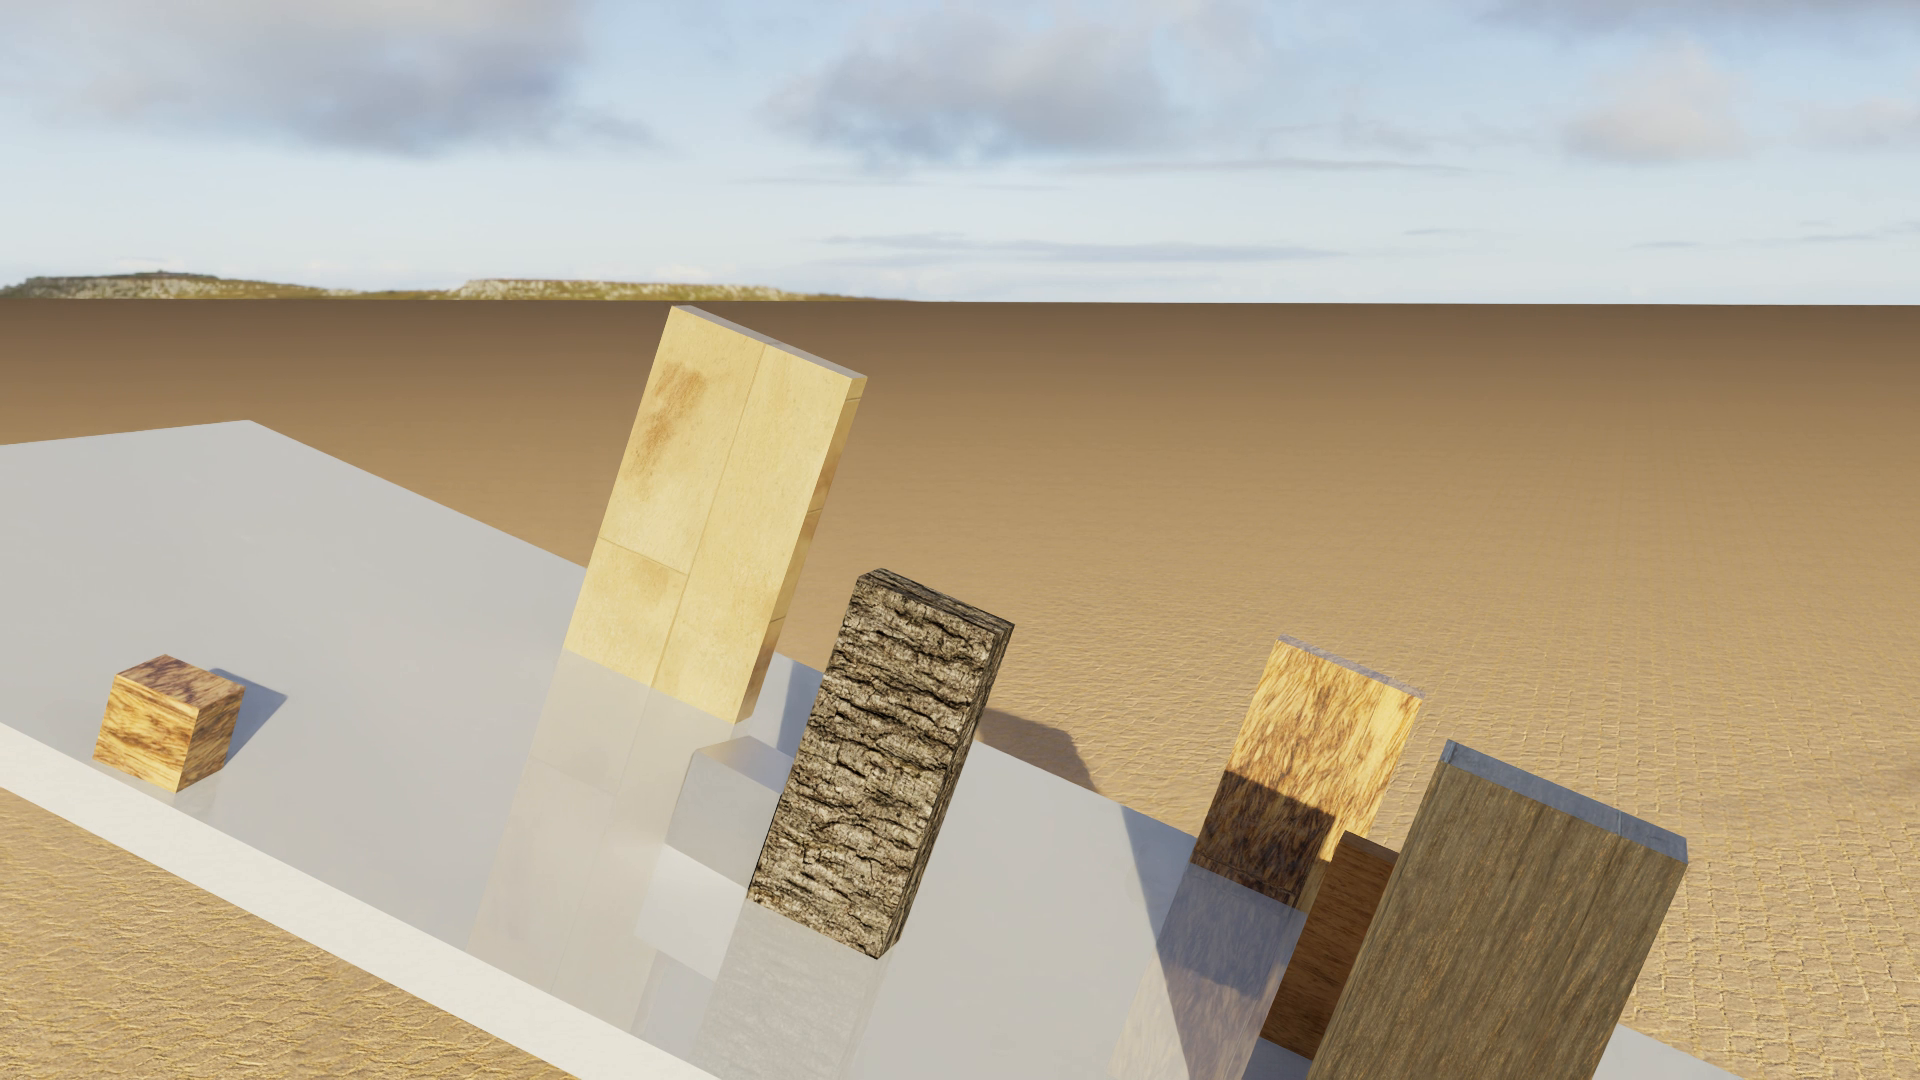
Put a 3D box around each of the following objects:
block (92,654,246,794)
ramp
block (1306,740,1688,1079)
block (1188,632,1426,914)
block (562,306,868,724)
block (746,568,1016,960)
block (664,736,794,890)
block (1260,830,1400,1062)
[{"bbox_3d":[-1.265,0.292,3.522,0.148,0.148,0.148,21,12,6],"label":"block"},{"bbox_3d":[-0.331,0.603,4.209,4.000,0.100,2.000,23,13,13],"label":"ramp"},{"bbox_3d":[0.712,0.730,3.157,0.354,0.800,0.146,23,13,13],"label":"block"},{"bbox_3d":[0.751,0.516,4.771,0.331,0.535,0.089,23,13,13],"label":"block"},{"bbox_3d":[-0.526,-0.054,4.673,0.425,0.784,0.097,23,13,13],"label":"block"},{"bbox_3d":[-0.139,0.383,3.786,0.257,0.611,0.121,23,13,13],"label":"block"},{"bbox_3d":[-0.381,0.487,3.961,0.186,0.186,0.186,25,13,22],"label":"block"},{"bbox_3d":[0.813,0.797,3.967,0.421,0.401,0.084,23,13,13],"label":"block"}]
